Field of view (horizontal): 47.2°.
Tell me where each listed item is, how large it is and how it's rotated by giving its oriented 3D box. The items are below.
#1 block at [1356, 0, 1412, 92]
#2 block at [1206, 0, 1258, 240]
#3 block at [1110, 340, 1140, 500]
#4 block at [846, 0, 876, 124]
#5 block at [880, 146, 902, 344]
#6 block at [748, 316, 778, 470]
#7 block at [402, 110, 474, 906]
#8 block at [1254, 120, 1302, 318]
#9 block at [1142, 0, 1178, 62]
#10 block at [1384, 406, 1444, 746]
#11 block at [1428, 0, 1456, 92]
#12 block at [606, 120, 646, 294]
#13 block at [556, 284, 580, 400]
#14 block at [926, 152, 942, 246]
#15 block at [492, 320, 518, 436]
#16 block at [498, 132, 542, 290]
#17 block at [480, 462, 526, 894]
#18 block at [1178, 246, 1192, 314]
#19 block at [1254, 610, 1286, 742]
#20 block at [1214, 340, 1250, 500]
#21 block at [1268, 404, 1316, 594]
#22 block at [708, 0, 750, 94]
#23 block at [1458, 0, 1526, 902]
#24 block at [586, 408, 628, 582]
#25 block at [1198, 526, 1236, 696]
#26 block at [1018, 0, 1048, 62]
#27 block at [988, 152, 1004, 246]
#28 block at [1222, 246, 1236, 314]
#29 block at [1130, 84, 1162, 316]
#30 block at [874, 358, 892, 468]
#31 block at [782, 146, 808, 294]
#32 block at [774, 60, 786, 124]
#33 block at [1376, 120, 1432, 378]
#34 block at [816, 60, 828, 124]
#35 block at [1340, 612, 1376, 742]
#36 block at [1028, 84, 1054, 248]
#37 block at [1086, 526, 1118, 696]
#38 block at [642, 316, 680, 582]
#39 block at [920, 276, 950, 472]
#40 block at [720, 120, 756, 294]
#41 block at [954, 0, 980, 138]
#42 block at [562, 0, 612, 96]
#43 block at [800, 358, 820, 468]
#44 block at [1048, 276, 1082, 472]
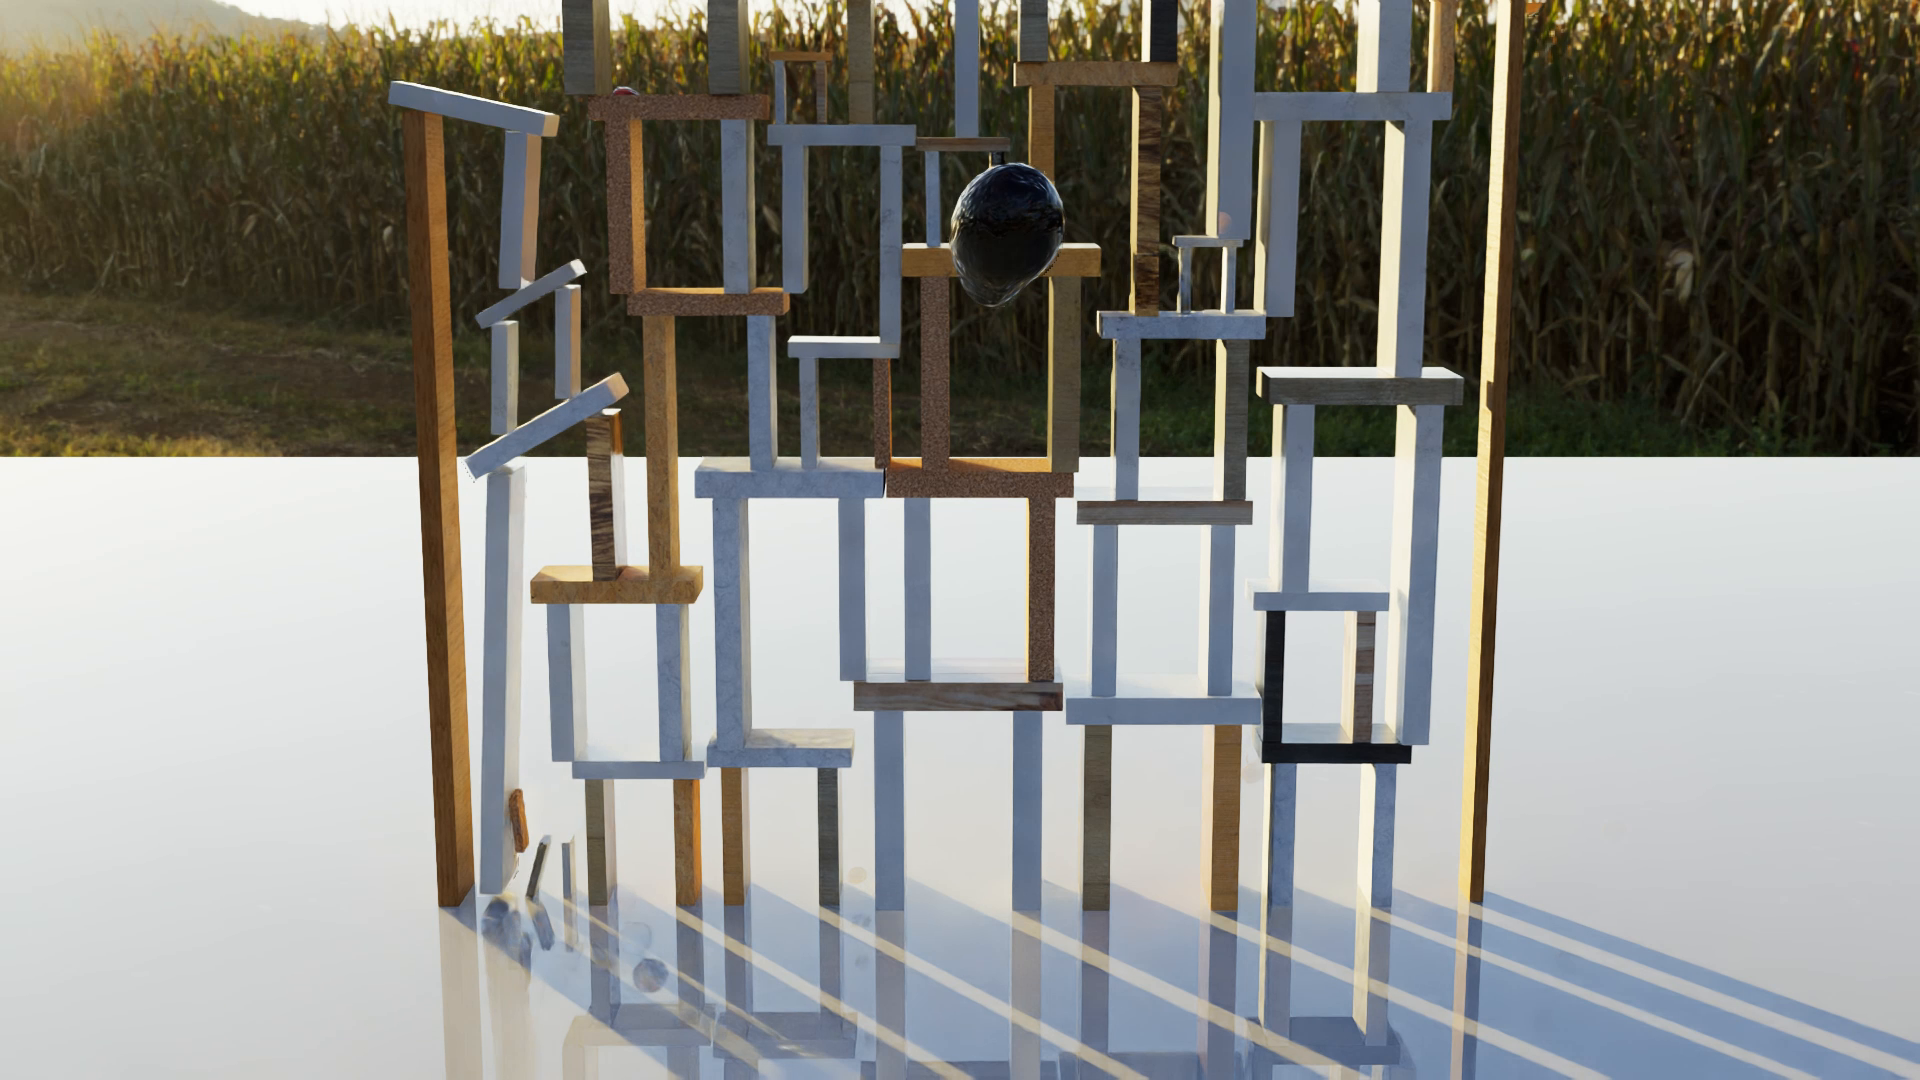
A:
[{"bbox_3d":[0.658,-0.869,3.394,0.050,0.350,0.175,0,11,0],"label":"block"},{"bbox_3d":[0.423,-0.760,3.416,0.050,0.573,0.175,0,11,0],"label":"block"},{"bbox_3d":[0.265,-0.200,3.522,0.036,0.255,0.127,0,11,0],"label":"block"},{"bbox_3d":[-0.153,-0.776,3.419,0.036,0.255,0.127,0,10,0],"label":"block"},{"bbox_3d":[-0.109,-0.468,3.471,0.032,0.305,0.113,1,11,-1],"label":"block"},{"bbox_3d":[-0.315,-0.242,3.513,0.035,0.244,0.122,0,10,-1],"label":"block"},{"bbox_3d":[-0.839,-0.039,3.550,0.034,1.281,0.120,0,11,0],"label":"block"},{"bbox_3d":[0.500,-0.509,3.468,0.043,0.301,0.150,1,11,0],"label":"block"},{"bbox_3d":[0.310,-0.887,3.391,0.042,0.295,0.148,0,11,0],"label":"block"},{"bbox_3d":[0.736,0.046,3.569,0.043,0.552,0.152,0,11,0],"label":"block"},{"bbox_3d":[0.748,-0.776,3.412,0.023,0.161,0.081,0,11,0],"label":"block"},{"bbox_3d":[-0.525,-0.526,3.460,0.038,0.266,0.133,0,11,0],"label":"block"},{"bbox_3d":[-0.623,-0.315,3.496,0.025,0.174,0.087,2,11,0],"label":"block"},{"bbox_3d":[-0.042,-0.538,3.466,0.021,0.147,0.073,0,10,2],"label":"block"},{"bbox_3d":[-0.726,-0.260,3.507,0.025,0.174,0.087,2,11,0],"label":"block"},{"bbox_3d":[-0.692,-0.519,3.460,0.034,0.240,0.120,5,11,-1],"label":"block"},{"bbox_3d":[-0.750,0.227,3.605,0.037,0.697,0.131,3,11,-1],"label":"block"},{"bbox_3d":[0.356,-0.413,3.485,0.015,0.105,0.053,1,11,0],"label":"block"},{"bbox_3d":[0.506,0.210,3.595,0.031,0.218,0.109,0,11,0],"label":"block"},{"bbox_3d":[0.434,-0.200,3.522,0.036,0.255,0.127,0,11,0],"label":"block"},{"bbox_3d":[0.534,-0.077,3.545,0.043,0.303,0.152,0,11,0],"label":"block"},{"bbox_3d":[-0.359,-0.857,3.400,0.047,0.330,0.165,0,11,0],"label":"block"},{"bbox_3d":[0.853,-0.133,3.535,0.023,1.471,0.081,0,11,0],"label":"block"},{"bbox_3d":[-0.569,-0.075,3.549,0.037,0.261,0.131,-1,11,0],"label":"block"},{"bbox_3d":[0.418,0.101,3.581,0.040,0.279,0.140,0,11,0],"label":"block"},{"bbox_3d":[0.113,-0.887,3.391,0.042,0.295,0.148,0,11,0],"label":"block"},{"bbox_3d":[0.057,-0.538,3.464,0.021,0.147,0.073,0,11,-1],"label":"block"},{"bbox_3d":[0.426,-0.413,3.485,0.015,0.105,0.053,1,11,0],"label":"block"},{"bbox_3d":[0.292,-0.534,3.458,0.035,0.353,0.124,0,11,0],"label":"block"},{"bbox_3d":[-0.124,-0.208,3.526,0.025,0.176,0.088,-1,11,0],"label":"block"},{"bbox_3d":[-0.259,-0.507,3.465,0.032,0.227,0.113,1,11,0],"label":"block"},{"bbox_3d":[-0.280,-0.698,3.432,0.014,0.096,0.048,0,10,0],"label":"block"},{"bbox_3d":[0.701,-0.462,3.475,0.043,0.395,0.150,0,11,0],"label":"block"},{"bbox_3d":[-0.216,-0.698,3.432,0.014,0.096,0.048,0,10,0],"label":"block"},{"bbox_3d":[0.651,0.211,3.595,0.031,0.218,0.109,0,11,0],"label":"block"},{"bbox_3d":[0.127,-0.586,3.449,0.035,0.248,0.124,0,11,0],"label":"block"},{"bbox_3d":[0.232,0.101,3.582,0.040,0.279,0.140,0,11,0],"label":"block"},{"bbox_3d":[-0.479,-0.153,3.531,0.035,0.423,0.122,0,11,0],"label":"block"},{"bbox_3d":[-0.039,-0.271,3.510,0.043,0.307,0.153,0,11,0],"label":"block"},{"bbox_3d":[-0.348,-0.526,3.459,0.038,0.266,0.133,0,11,0],"label":"block"},{"bbox_3d":[0.012,-0.766,3.425,0.036,0.275,0.127,0,11,2],"label":"block"},{"bbox_3d":[-0.579,-0.856,3.401,0.047,0.330,0.165,0,11,0],"label":"block"},{"bbox_3d":[-0.241,-0.208,3.525,0.025,0.176,0.088,0,11,0],"label":"block"},{"bbox_3d":[0.166,-0.271,3.510,0.043,0.307,0.153,0,11,0],"label":"block"}]
